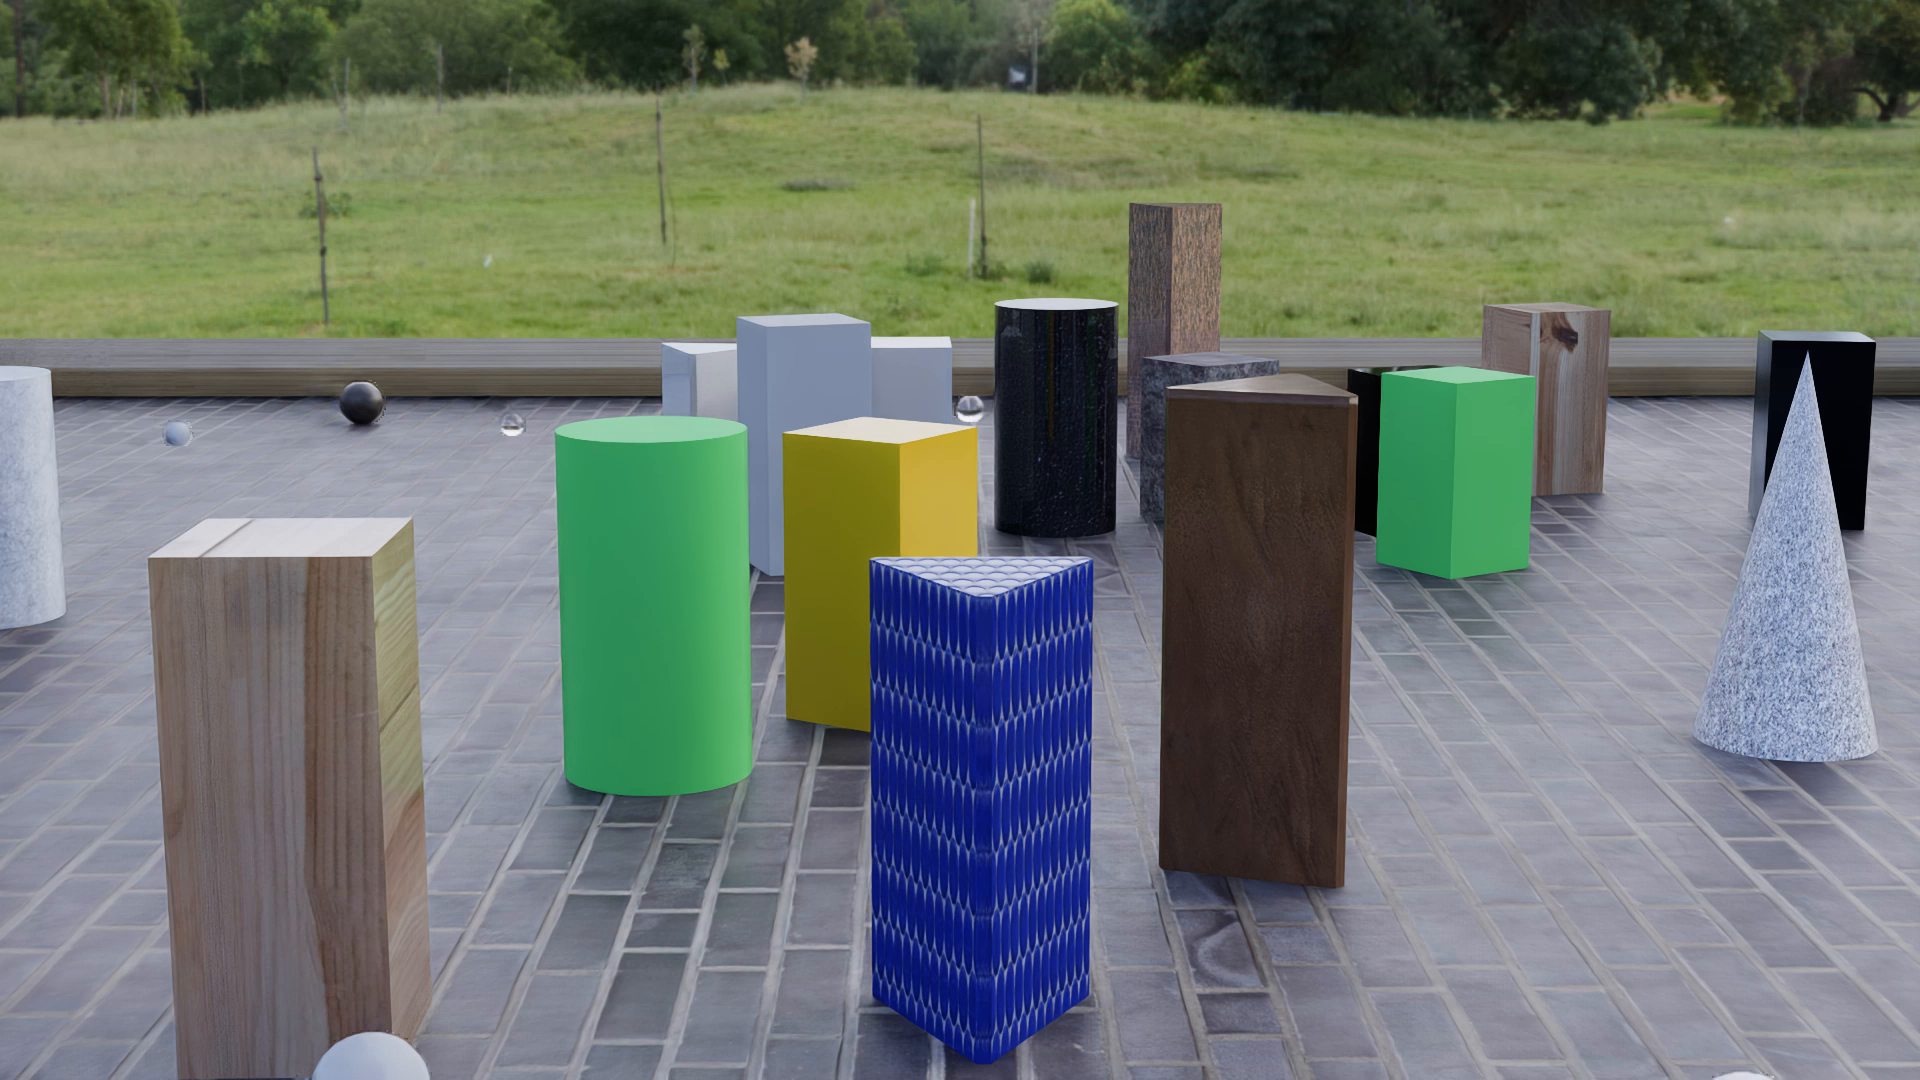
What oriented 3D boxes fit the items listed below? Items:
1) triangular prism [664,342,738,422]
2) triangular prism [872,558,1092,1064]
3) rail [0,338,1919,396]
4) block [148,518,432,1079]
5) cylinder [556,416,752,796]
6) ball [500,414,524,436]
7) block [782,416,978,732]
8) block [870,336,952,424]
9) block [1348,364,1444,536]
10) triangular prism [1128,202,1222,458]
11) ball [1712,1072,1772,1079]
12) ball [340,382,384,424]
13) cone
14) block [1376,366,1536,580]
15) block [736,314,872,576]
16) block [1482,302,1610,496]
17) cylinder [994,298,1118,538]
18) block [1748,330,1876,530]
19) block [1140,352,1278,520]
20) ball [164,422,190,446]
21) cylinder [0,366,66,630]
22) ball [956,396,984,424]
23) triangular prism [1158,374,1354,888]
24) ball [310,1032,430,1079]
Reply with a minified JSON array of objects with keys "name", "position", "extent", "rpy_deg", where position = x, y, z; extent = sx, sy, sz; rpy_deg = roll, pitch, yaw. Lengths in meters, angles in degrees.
[{"name":"triangular prism","position":[-0.403,-0.150,3.960],"extent":[0.146,0.301,0.169],"rpy_deg":[8,13,38]},{"name":"triangular prism","position":[0.038,0.194,1.969],"extent":[0.146,0.352,0.169],"rpy_deg":[-6,12,-30]},{"name":"rail","position":[-0.013,-0.381,5.677],"extent":[4.407,0.127,0.045],"rpy_deg":[0,11,0]},{"name":"block","position":[-0.492,0.187,1.909],"extent":[0.156,0.386,0.156],"rpy_deg":[0,11,-1]},{"name":"cylinder","position":[-0.315,0.064,2.649],"extent":[0.195,0.360,0.195],"rpy_deg":[0,11,0]},{"name":"ball","position":[-0.886,-0.228,5.080],"extent":[0.046,0.046,0.046],"rpy_deg":[0,11,0]},{"name":"block","position":[-0.088,0.037,2.888],"extent":[0.156,0.325,0.156],"rpy_deg":[7,12,32]},{"name":"block","position":[-0.092,-0.159,4.012],"extent":[0.156,0.301,0.156],"rpy_deg":[0,11,-1]},{"name":"block","position":[0.713,-0.138,4.027],"extent":[0.156,0.253,0.156],"rpy_deg":[-4,11,-21]},{"name":"triangular prism","position":[0.374,-0.388,4.777],"extent":[0.146,0.472,0.169],"rpy_deg":[8,13,38]},{"name":"ball","position":[0.510,0.387,1.664],"extent":[0.083,0.083,0.083],"rpy_deg":[0,11,0]},{"name":"ball","position":[-1.224,-0.280,5.248],"extent":[0.088,0.088,0.088],"rpy_deg":[0,11,0]},{"name":"cone","position":[0.903,0.007,2.771],"extent":[0.195,0.426,0.195],"rpy_deg":[0,11,0]},{"name":"block","position":[0.724,-0.102,3.755],"extent":[0.156,0.282,0.156],"rpy_deg":[-7,13,-33]},{"name":"block","position":[-0.229,-0.143,3.763],"extent":[0.156,0.360,0.156],"rpy_deg":[-4,11,-20]},{"name":"block","position":[1.010,-0.246,4.445],"extent":[0.156,0.314,0.156],"rpy_deg":[-3,11,-18]},{"name":"cylinder","position":[0.152,-0.196,4.061],"extent":[0.195,0.355,0.195],"rpy_deg":[0,11,0]},{"name":"block","position":[1.366,-0.179,4.121],"extent":[0.156,0.299,0.156],"rpy_deg":[2,11,9]},{"name":"block","position":[0.403,-0.165,4.159],"extent":[0.156,0.258,0.156],"rpy_deg":[-7,13,-34]},{"name":"ball","position":[-1.508,-0.205,4.946],"extent":[0.049,0.049,0.049],"rpy_deg":[0,11,0]},{"name":"cylinder","position":[-1.298,-0.058,3.403],"extent":[0.195,0.325,0.195],"rpy_deg":[0,11,0]},{"name":"ball","position":[0.021,-0.269,5.269],"extent":[0.058,0.058,0.058],"rpy_deg":[0,11,0]},{"name":"triangular prism","position":[0.287,0.076,2.355],"extent":[0.169,0.443,0.146],"rpy_deg":[4,11,20]},{"name":"ball","position":[-0.400,0.374,1.738],"extent":[0.081,0.081,0.081],"rpy_deg":[0,11,0]}]
